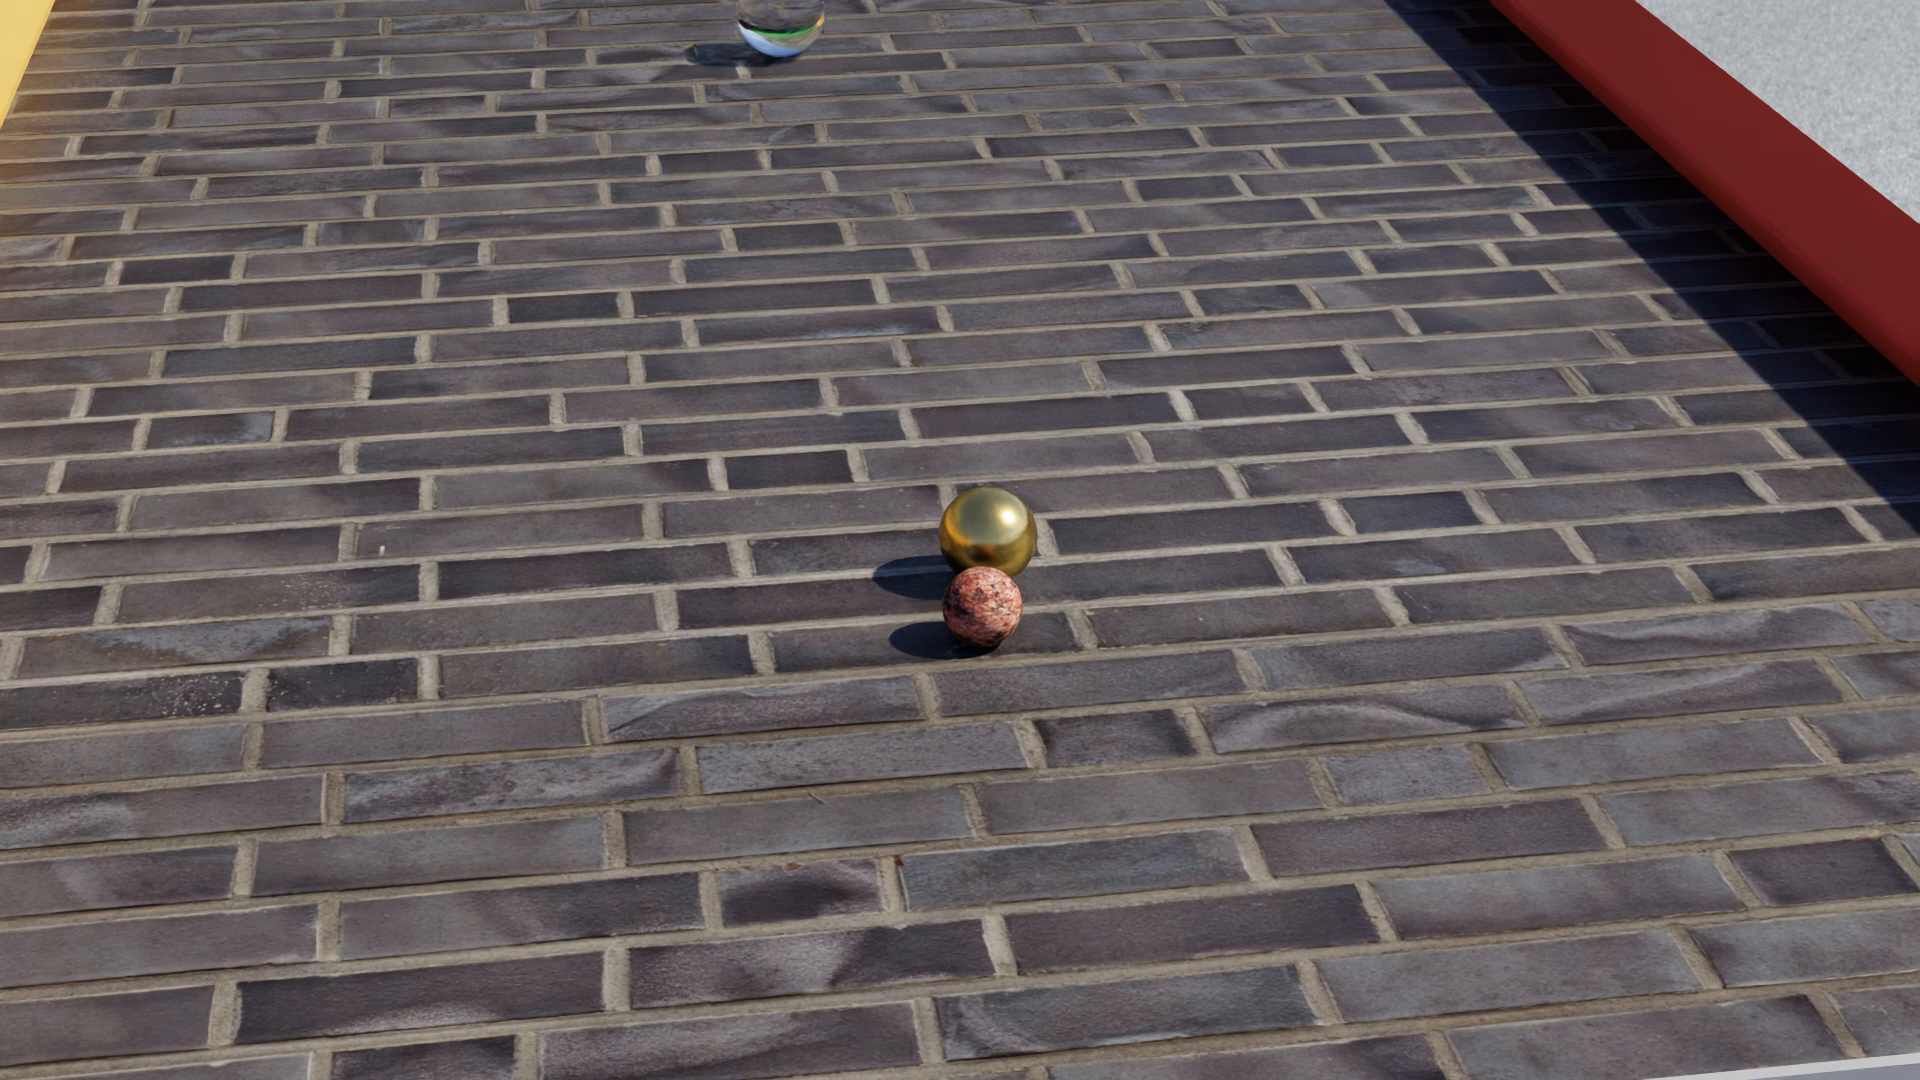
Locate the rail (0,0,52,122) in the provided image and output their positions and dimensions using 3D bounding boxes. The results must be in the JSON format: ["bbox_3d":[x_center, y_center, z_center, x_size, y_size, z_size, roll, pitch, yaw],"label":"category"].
[{"bbox_3d":[-0.842,-0.299,2.450,0.045,0.115,2.927,-4,27,-8],"label":"rail"}]

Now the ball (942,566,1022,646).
[{"bbox_3d":[0.014,0.042,1.842,0.050,0.050,0.050,0,27,0],"label":"ball"}]

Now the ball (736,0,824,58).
[{"bbox_3d":[-0.179,-0.526,2.936,0.088,0.088,0.088,0,27,0],"label":"ball"}]

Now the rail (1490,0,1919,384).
[{"bbox_3d":[0.619,-0.400,2.652,0.045,0.115,2.927,-4,27,-8],"label":"rail"}]

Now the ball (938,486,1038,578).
[{"bbox_3d":[0.018,-0.003,1.915,0.065,0.065,0.065,0,27,0],"label":"ball"}]

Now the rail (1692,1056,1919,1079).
[{"bbox_3d":[0.108,0.286,1.278,1.526,0.115,0.045,-4,27,-8],"label":"rail"}]
